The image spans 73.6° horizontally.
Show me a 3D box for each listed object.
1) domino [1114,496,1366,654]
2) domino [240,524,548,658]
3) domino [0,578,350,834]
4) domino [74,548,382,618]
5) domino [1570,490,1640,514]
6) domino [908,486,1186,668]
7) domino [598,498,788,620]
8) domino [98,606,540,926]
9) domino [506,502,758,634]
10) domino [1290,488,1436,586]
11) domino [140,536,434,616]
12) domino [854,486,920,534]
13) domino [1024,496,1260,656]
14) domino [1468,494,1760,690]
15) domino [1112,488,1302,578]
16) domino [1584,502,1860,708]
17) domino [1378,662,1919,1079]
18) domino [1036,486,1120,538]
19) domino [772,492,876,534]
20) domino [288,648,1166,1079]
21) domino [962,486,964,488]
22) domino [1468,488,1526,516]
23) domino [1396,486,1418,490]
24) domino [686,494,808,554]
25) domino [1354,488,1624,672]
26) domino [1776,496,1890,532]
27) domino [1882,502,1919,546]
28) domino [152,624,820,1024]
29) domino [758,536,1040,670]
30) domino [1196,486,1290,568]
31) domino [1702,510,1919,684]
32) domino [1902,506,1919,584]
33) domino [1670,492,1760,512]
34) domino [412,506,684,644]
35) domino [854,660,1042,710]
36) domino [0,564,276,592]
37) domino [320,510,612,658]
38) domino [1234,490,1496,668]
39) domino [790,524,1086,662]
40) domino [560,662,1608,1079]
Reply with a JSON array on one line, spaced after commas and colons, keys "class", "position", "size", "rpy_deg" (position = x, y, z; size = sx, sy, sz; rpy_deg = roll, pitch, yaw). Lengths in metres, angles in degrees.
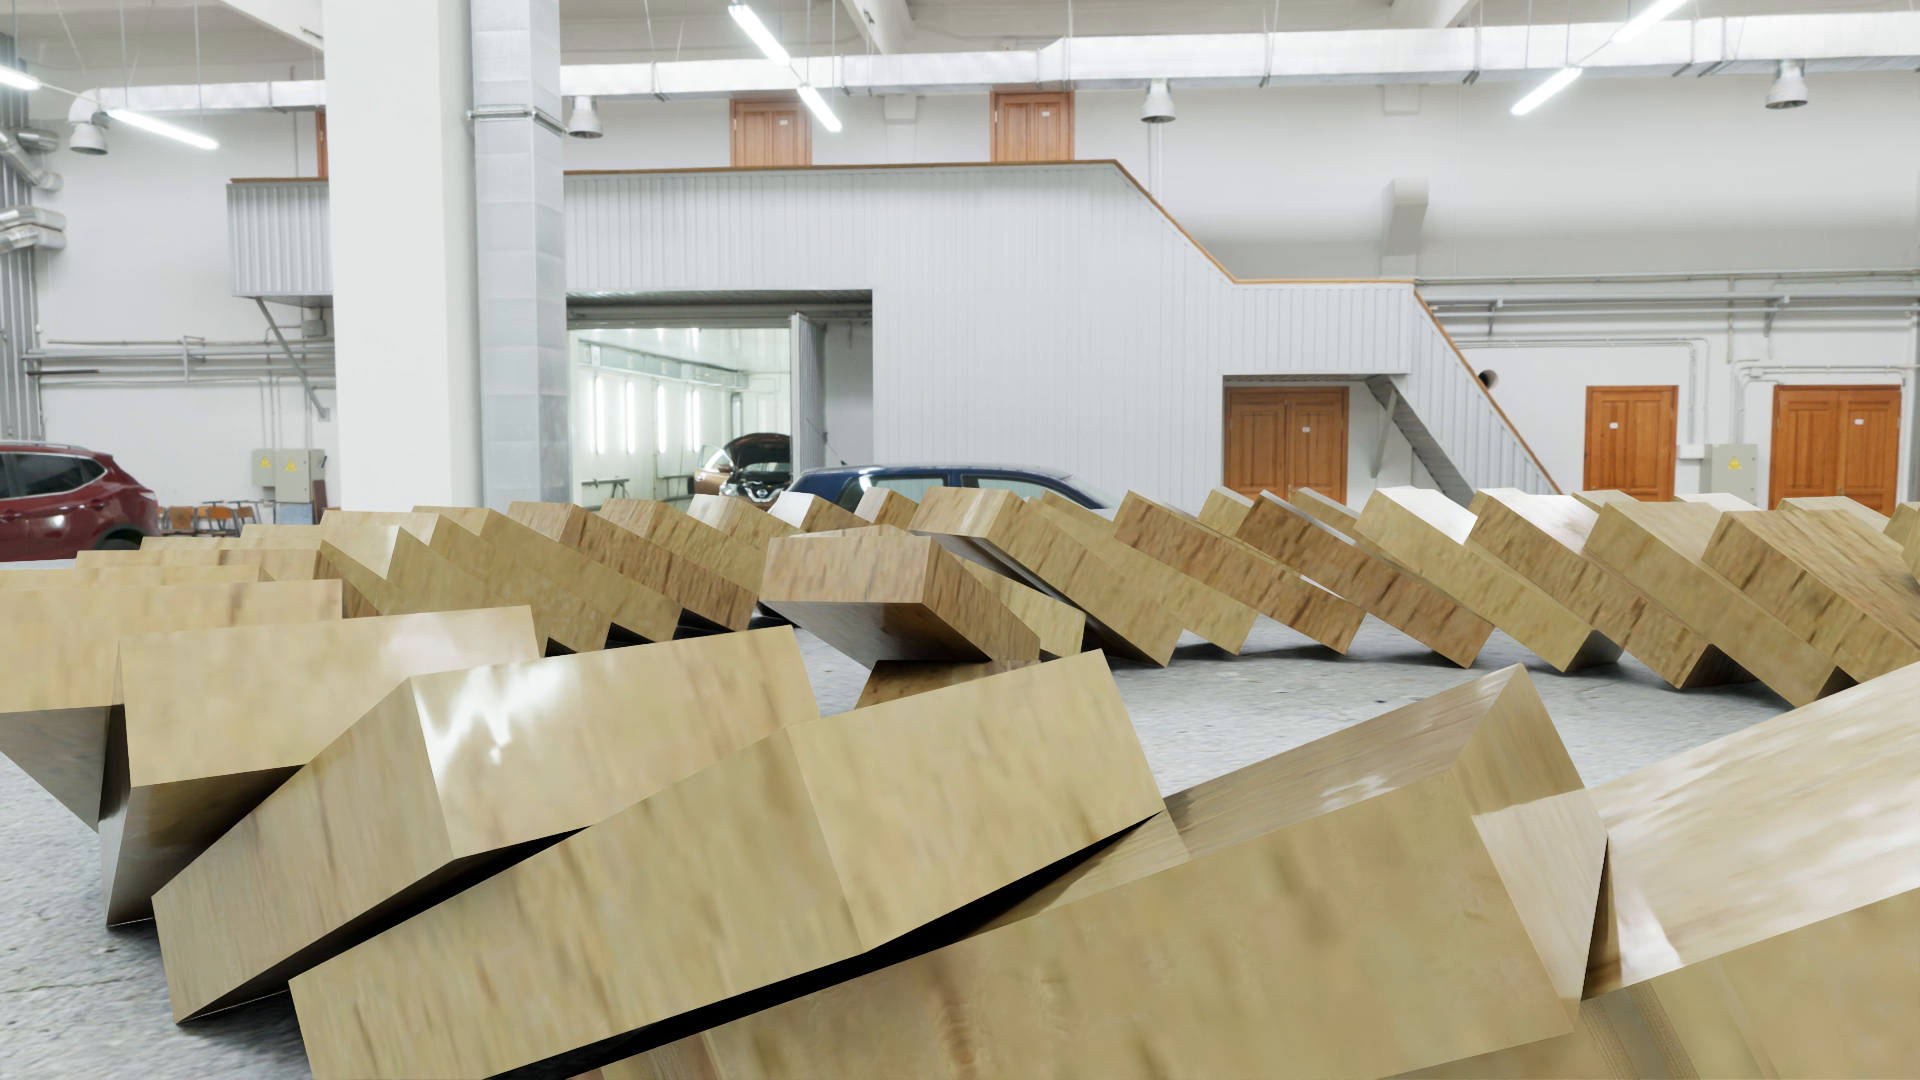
[{"class": "domino", "position": [0.057, 0.007, 0.264], "size": [0.050, 0.010, 0.025], "rpy_deg": [27, 5, 9]}, {"class": "domino", "position": [-0.090, 0.012, 0.209], "size": [0.025, 0.010, 0.050], "rpy_deg": [1, -22, 9]}, {"class": "domino", "position": [-0.070, 0.018, 0.120], "size": [0.025, 0.009, 0.050], "rpy_deg": [-2, -23, -22]}, {"class": "domino", "position": [-0.086, 0.015, 0.163], "size": [0.025, 0.009, 0.050], "rpy_deg": [0, -22, -6]}, {"class": "domino", "position": [0.174, 0.004, 0.311], "size": [0.025, 0.010, 0.050], "rpy_deg": [-3, 32, -40]}, {"class": "domino", "position": [0.017, 0.007, 0.242], "size": [0.050, 0.010, 0.025], "rpy_deg": [35, -16, -31]}, {"class": "domino", "position": [-0.056, 0.005, 0.294], "size": [0.050, 0.010, 0.025], "rpy_deg": [30, -17, -38]}, {"class": "domino", "position": [-0.053, 0.019, 0.103], "size": [0.025, 0.010, 0.050], "rpy_deg": [-3, -21, -36]}, {"class": "domino", "position": [-0.071, 0.006, 0.276], "size": [0.025, 0.009, 0.050], "rpy_deg": [3, -21, 43]}, {"class": "domino", "position": [0.112, 0.002, 0.342], "size": [0.050, 0.010, 0.025], "rpy_deg": [29, 13, 16]}, {"class": "domino", "position": [-0.092, 0.013, 0.187], "size": [0.025, 0.010, 0.050], "rpy_deg": [1, -22, 7]}, {"class": "domino", "position": [-0.002, 0.002, 0.337], "size": [0.050, 0.009, 0.025], "rpy_deg": [27, -4, -17]}, {"class": "domino", "position": [0.034, 0.007, 0.262], "size": [0.050, 0.009, 0.025], "rpy_deg": [27, 1, 0]}, {"class": "domino", "position": [0.124, 0.008, 0.241], "size": [0.025, 0.010, 0.050], "rpy_deg": [0, 32, -30]}, {"class": "domino", "position": [0.067, 0.001, 0.350], "size": [0.050, 0.010, 0.025], "rpy_deg": [27, 9, 8]}, {"class": "domino", "position": [0.137, 0.010, 0.222], "size": [0.025, 0.010, 0.050], "rpy_deg": [0, 32, -20]}, {"class": "domino", "position": [0.029, 0.022, 0.062], "size": [0.050, 0.009, 0.025], "rpy_deg": [-27, -4, 17]}, {"class": "domino", "position": [0.043, 0.001, 0.348], "size": [0.050, 0.009, 0.025], "rpy_deg": [26, 4, -1]}, {"class": "domino", "position": [-0.022, 0.003, 0.325], "size": [0.050, 0.010, 0.025], "rpy_deg": [27, -8, -25]}, {"class": "domino", "position": [-0.016, 0.021, 0.076], "size": [0.050, 0.010, 0.025], "rpy_deg": [-30, -14, 35]}, {"class": "domino", "position": [0.021, 0.001, 0.347], "size": [0.050, 0.009, 0.025], "rpy_deg": [26, 3, -2]}, {"class": "domino", "position": [0.156, 0.003, 0.326], "size": [0.025, 0.009, 0.050], "rpy_deg": [-4, 32, -47]}, {"class": "domino", "position": [0.135, 0.002, 0.336], "size": [0.050, 0.009, 0.025], "rpy_deg": [33, 20, 27]}, {"class": "domino", "position": [-0.040, 0.004, 0.311], "size": [0.050, 0.009, 0.025], "rpy_deg": [28, -12, -31]}, {"class": "domino", "position": [0.106, 0.007, 0.256], "size": [0.025, 0.009, 0.050], "rpy_deg": [-1, 33, -43]}, {"class": "domino", "position": [0.204, 0.007, 0.276], "size": [0.025, 0.009, 0.050], "rpy_deg": [-2, 31, -28]}, {"class": "domino", "position": [0.217, 0.008, 0.256], "size": [0.025, 0.010, 0.050], "rpy_deg": [-2, 30, -22]}, {"class": "domino", "position": [-0.034, 0.021, 0.089], "size": [0.025, 0.009, 0.050], "rpy_deg": [-5, -20, -47]}, {"class": "domino", "position": [-0.007, 0.013, 0.199], "size": [0.025, 0.009, 0.050], "rpy_deg": [0, -20, 22]}, {"class": "domino", "position": [0.090, 0.001, 0.348], "size": [0.050, 0.010, 0.025], "rpy_deg": [28, 12, 15]}, {"class": "domino", "position": [0.145, 0.012, 0.200], "size": [0.025, 0.010, 0.050], "rpy_deg": [-1, 32, -13]}, {"class": "domino", "position": [0.154, 0.013, 0.176], "size": [0.025, 0.010, 0.050], "rpy_deg": [3, 34, 14]}, {"class": "domino", "position": [0.190, 0.005, 0.294], "size": [0.025, 0.009, 0.050], "rpy_deg": [-3, 31, -33]}, {"class": "domino", "position": [-0.083, 0.008, 0.256], "size": [0.025, 0.010, 0.050], "rpy_deg": [3, -21, 36]}, {"class": "domino", "position": [-0.001, 0.025, 0.172], "size": [0.025, 0.009, 0.050], "rpy_deg": [0, 4, 1]}, {"class": "domino", "position": [-0.082, 0.016, 0.141], "size": [0.025, 0.009, 0.050], "rpy_deg": [-1, -22, -9]}, {"class": "domino", "position": [-0.089, 0.009, 0.233], "size": [0.025, 0.010, 0.050], "rpy_deg": [2, -23, 22]}, {"class": "domino", "position": [0.081, 0.007, 0.258], "size": [0.050, 0.010, 0.025], "rpy_deg": [31, 11, 11]}, {"class": "domino", "position": [-0.004, 0.011, 0.224], "size": [0.025, 0.010, 0.050], "rpy_deg": [-6, -22, 45]}, {"class": "domino", "position": [0.006, 0.022, 0.067], "size": [0.050, 0.010, 0.025], "rpy_deg": [-28, -10, 28]}]
